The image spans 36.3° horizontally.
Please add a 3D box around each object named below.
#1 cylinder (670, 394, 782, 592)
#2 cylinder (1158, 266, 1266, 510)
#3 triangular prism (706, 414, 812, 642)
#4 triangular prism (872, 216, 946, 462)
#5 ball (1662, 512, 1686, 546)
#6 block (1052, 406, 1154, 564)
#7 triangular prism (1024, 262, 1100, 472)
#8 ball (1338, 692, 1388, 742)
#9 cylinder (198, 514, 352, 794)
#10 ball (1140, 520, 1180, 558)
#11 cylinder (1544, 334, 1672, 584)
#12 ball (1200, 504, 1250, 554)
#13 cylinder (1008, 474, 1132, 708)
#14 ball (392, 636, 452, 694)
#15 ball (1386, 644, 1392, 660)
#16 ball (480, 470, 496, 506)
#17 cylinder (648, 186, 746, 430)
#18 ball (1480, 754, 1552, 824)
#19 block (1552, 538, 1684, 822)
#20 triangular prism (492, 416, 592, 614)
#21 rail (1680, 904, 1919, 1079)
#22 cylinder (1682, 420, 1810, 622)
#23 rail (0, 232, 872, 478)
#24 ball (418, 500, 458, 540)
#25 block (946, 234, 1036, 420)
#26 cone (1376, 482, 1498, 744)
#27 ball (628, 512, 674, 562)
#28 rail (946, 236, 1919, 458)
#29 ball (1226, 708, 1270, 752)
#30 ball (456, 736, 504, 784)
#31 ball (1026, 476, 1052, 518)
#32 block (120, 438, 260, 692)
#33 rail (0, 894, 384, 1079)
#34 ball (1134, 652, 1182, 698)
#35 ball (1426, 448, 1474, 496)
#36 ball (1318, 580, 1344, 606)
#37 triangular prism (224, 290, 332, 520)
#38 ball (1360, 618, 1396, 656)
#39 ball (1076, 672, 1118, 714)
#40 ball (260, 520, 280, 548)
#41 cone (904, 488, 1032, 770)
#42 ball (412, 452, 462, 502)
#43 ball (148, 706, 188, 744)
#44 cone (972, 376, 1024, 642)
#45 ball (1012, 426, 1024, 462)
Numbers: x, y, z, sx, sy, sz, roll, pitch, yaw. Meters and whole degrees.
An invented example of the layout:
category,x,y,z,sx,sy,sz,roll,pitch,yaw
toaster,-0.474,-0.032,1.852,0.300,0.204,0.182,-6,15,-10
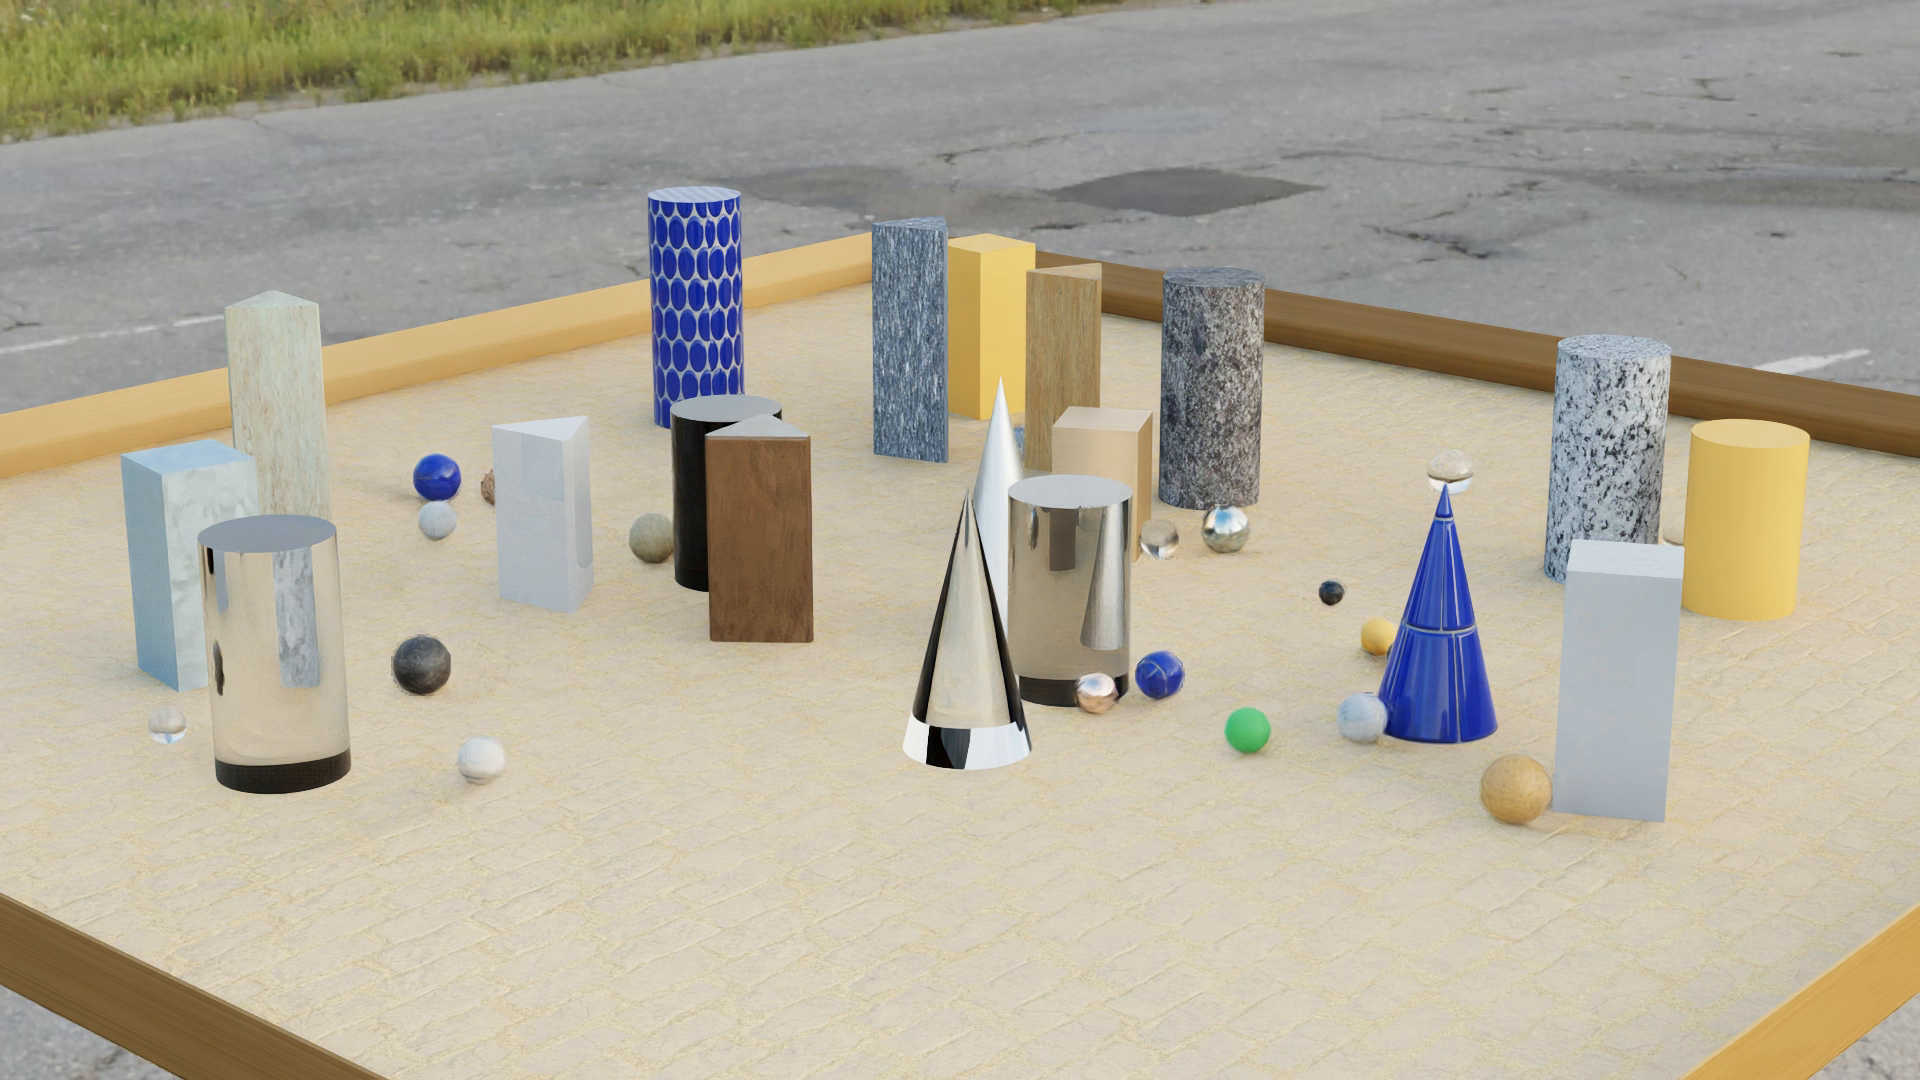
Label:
category,x,y,z,sx,sy,sz,roll,pitch,yaw
cylinder,-0.411,-0.083,5.189,0.196,0.310,0.196,0,17,0
cylinder,0.486,-0.294,5.667,0.196,0.437,0.196,0,17,0
triangular prism,-0.329,-0.022,4.907,0.170,0.355,0.147,0,17,2
triangular prism,-0.070,-0.416,5.999,0.170,0.479,0.147,8,19,26
ball,1.320,-0.007,5.320,0.089,0.089,0.089,0,17,0
block,0.260,-0.103,5.365,0.157,0.246,0.157,4,17,13
triangular prism,0.242,-0.346,5.899,0.170,0.404,0.147,10,20,31
ball,0.609,0.269,4.428,0.075,0.075,0.075,0,17,0
cylinder,-0.997,0.165,4.273,0.196,0.364,0.196,0,17,0
ball,0.362,-0.002,5.327,0.072,0.072,0.072,0,17,0
cylinder,1.144,-0.138,5.186,0.196,0.417,0.196,0,17,0
ball,0.485,-0.019,5.357,0.090,0.090,0.090,0,17,0
cylinder,0.172,0.078,4.630,0.196,0.323,0.196,0,17,0
ball,-0.850,0.198,4.632,0.093,0.093,0.093,0,17,0
ball,0.713,0.187,4.754,0.045,0.045,0.045,0,17,0
ball,-0.886,-0.101,5.654,0.076,0.076,0.076,0,17,0
cylinder,-0.559,-0.492,6.235,0.196,0.490,0.196,0,17,0
ball,0.781,0.350,4.120,0.098,0.098,0.098,0,17,0
block,0.936,0.198,4.170,0.157,0.360,0.157,4,17,14
triangular prism,-0.693,-0.052,5.091,0.170,0.307,0.147,11,20,33
rail,1.448,0.395,3.916,0.045,0.127,3.946,14,22,39
cylinder,1.347,-0.036,5.042,0.196,0.305,0.196,0,17,0
rail,-1.448,-0.331,6.324,0.045,0.127,3.946,14,22,39
ball,-0.971,-0.037,5.449,0.072,0.072,0.072,0,17,0
block,0.051,-0.464,6.356,0.157,0.365,0.157,-14,22,-39
cone,0.730,0.095,4.463,0.196,0.388,0.196,0,17,0
ball,-0.555,-0.004,5.307,0.091,0.091,0.091,0,17,0
rail,1.278,-0.393,6.529,3.883,0.127,0.045,14,22,39
ball,0.431,0.284,4.389,0.068,0.068,0.068,0,17,0
ball,-0.697,0.320,4.267,0.069,0.069,0.069,0,17,0
ball,0.166,-0.083,5.585,0.081,0.081,0.081,0,17,0
block,-1.225,0.039,4.701,0.157,0.358,0.157,-13,21,-37
rail,-1.278,0.457,3.711,3.883,0.127,0.045,14,22,39
ball,0.313,0.213,4.615,0.075,0.075,0.075,0,17,0
ball,0.959,-0.133,5.735,0.090,0.090,0.090,0,17,0
ball,0.642,0.091,5.072,0.044,0.044,0.044,0,17,0
triangular prism,-1.292,-0.253,5.563,0.170,0.419,0.147,-3,17,-11
ball,0.688,0.159,4.816,0.061,0.061,0.061,0,17,0
ball,0.212,0.238,4.548,0.066,0.066,0.066,0,17,0
ball,-1.278,-0.012,5.396,0.053,0.053,0.053,0,17,0
cone,0.011,0.115,4.361,0.196,0.409,0.196,0,17,0
ball,-1.015,-0.122,5.689,0.095,0.095,0.095,0,17,0
ball,-1.195,0.280,4.423,0.057,0.057,0.057,0,17,0
cone,0.067,-0.062,4.894,0.196,0.439,0.196,0,17,0
ball,0.120,-0.196,5.971,0.075,0.075,0.075,0,17,0
